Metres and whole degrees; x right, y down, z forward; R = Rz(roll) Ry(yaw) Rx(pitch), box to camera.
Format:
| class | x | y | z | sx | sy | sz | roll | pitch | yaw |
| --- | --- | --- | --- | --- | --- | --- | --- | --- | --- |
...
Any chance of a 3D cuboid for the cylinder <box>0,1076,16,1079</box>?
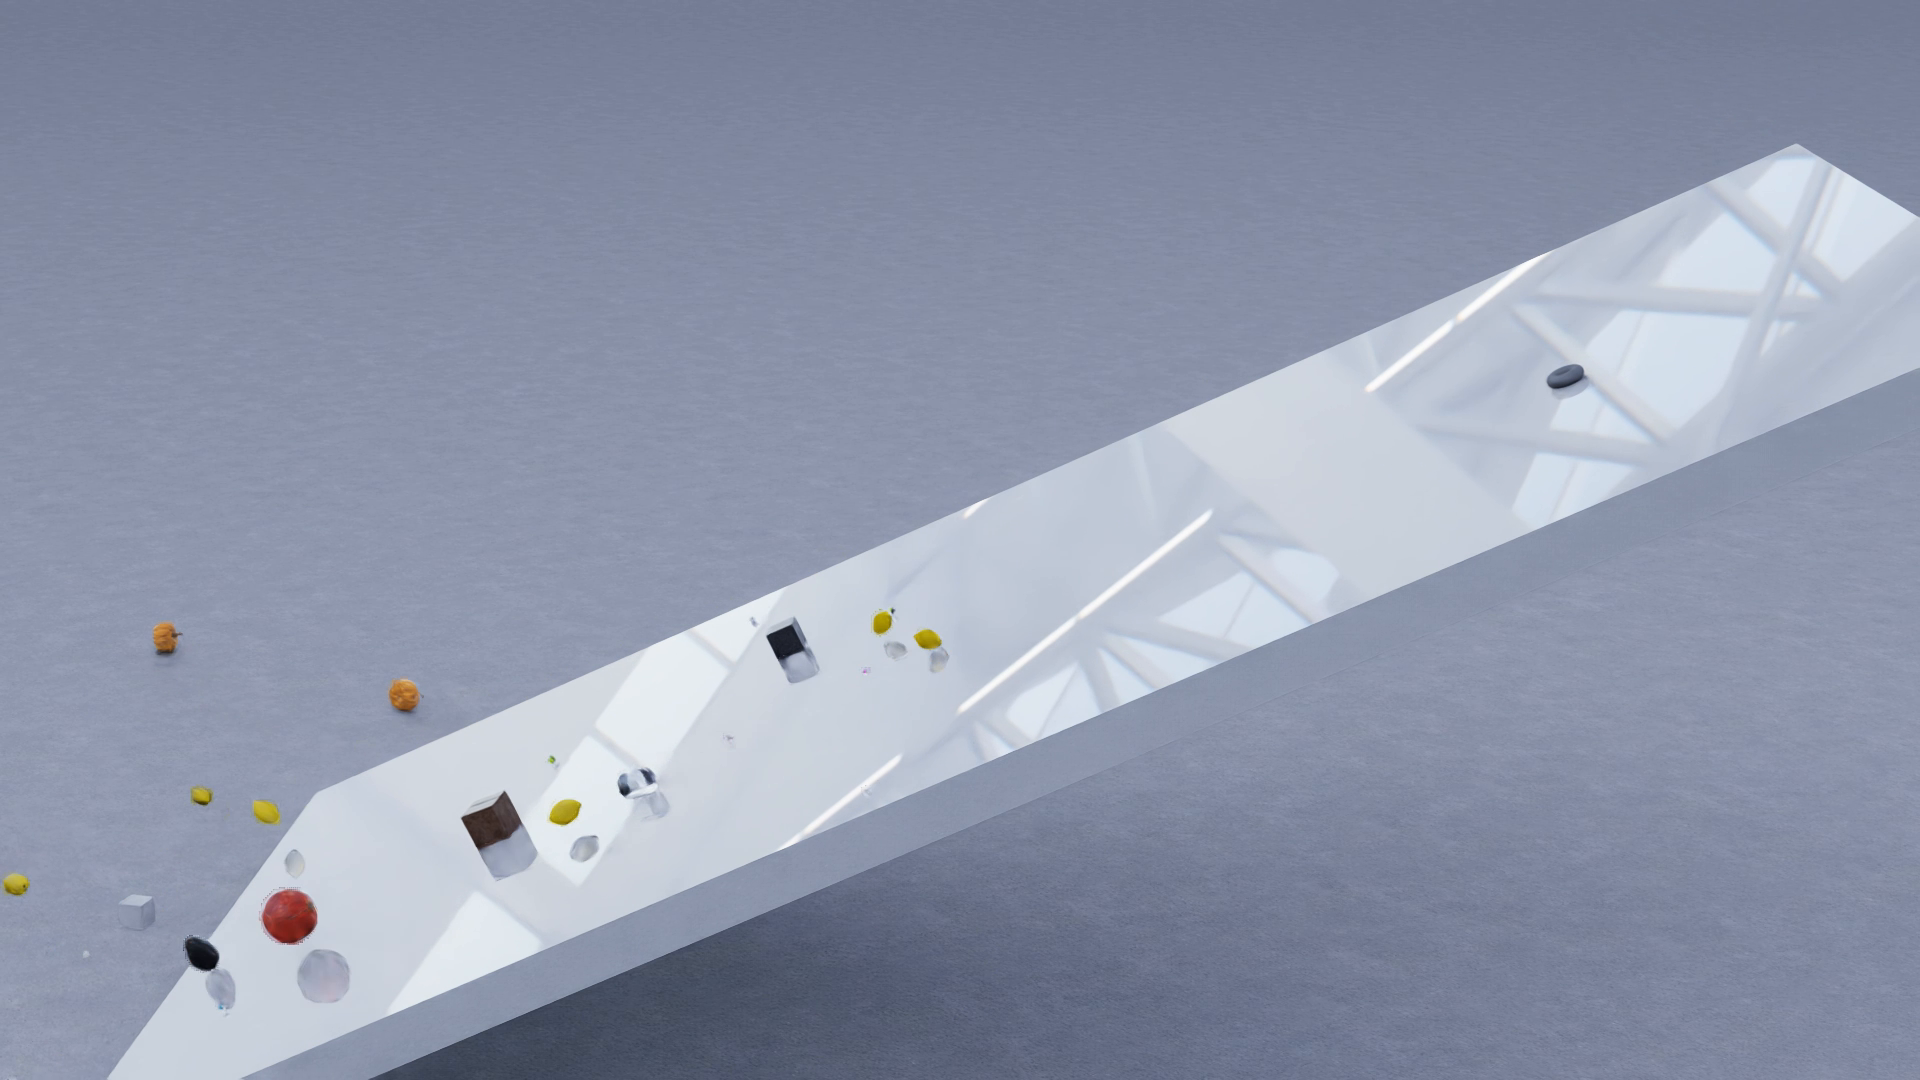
| class | x | y | z | sx | sy | sz | roll | pitch | yaw |
| --- | --- | --- | --- | --- | --- | --- | --- | --- | --- |
| cylinder | -1.936 | 1.117 | 5.972 | 0.052 | 0.052 | 0.052 | -3 | -8 | -11 |

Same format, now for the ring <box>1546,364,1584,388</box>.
| class | x | y | z | sx | sy | sz | roll | pitch | yaw |
| --- | --- | --- | --- | --- | --- | --- | --- | --- | --- |
| ring | 1.218 | -0.330 | 5.918 | 0.078 | 0.026 | 0.078 | -23 | 14 | 6 |

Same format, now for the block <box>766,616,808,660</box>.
| class | x | y | z | sx | sy | sz | roll | pitch | yaw |
| --- | --- | --- | --- | --- | --- | --- | --- | --- | --- |
| block | -0.394 | 0.224 | 6.694 | 0.066 | 0.066 | 0.066 | -23 | 13 | 9 |

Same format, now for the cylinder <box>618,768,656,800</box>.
| class | x | y | z | sx | sy | sz | roll | pitch | yaw |
| --- | --- | --- | --- | --- | --- | --- | --- | --- | --- |
| cylinder | -0.672 | 0.507 | 6.127 | 0.057 | 0.057 | 0.057 | -16 | 4 | 35 |

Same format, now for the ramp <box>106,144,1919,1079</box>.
| class | x | y | z | sx | sy | sz | roll | pitch | yaw |
| --- | --- | --- | --- | --- | --- | --- | --- | --- | --- |
| ramp | 0.135 | 0.169 | 6.283 | 4.000 | 0.100 | 2.000 | -24 | 13 | 9 |

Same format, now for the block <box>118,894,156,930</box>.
| class | x | y | z | sx | sy | sz | roll | pitch | yaw |
| --- | --- | --- | --- | --- | --- | --- | --- | --- | --- |
| block | -1.943 | 0.878 | 6.945 | 0.059 | 0.059 | 0.059 | 4 | 16 | 15 |

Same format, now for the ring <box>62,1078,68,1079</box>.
| class | x | y | z | sx | sy | sz | roll | pitch | yaw |
| --- | --- | --- | --- | --- | --- | --- | --- | --- | --- |
| ring | -1.858 | 1.140 | 6.030 | 0.104 | 0.035 | 0.104 | -11 | 18 | 4 |

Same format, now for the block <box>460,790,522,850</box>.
| class | x | y | z | sx | sy | sz | roll | pitch | yaw |
| --- | --- | --- | --- | --- | --- | --- | --- | --- | --- |
| block | -1.009 | 0.603 | 6.333 | 0.081 | 0.081 | 0.081 | -21 | 14 | 19 |
